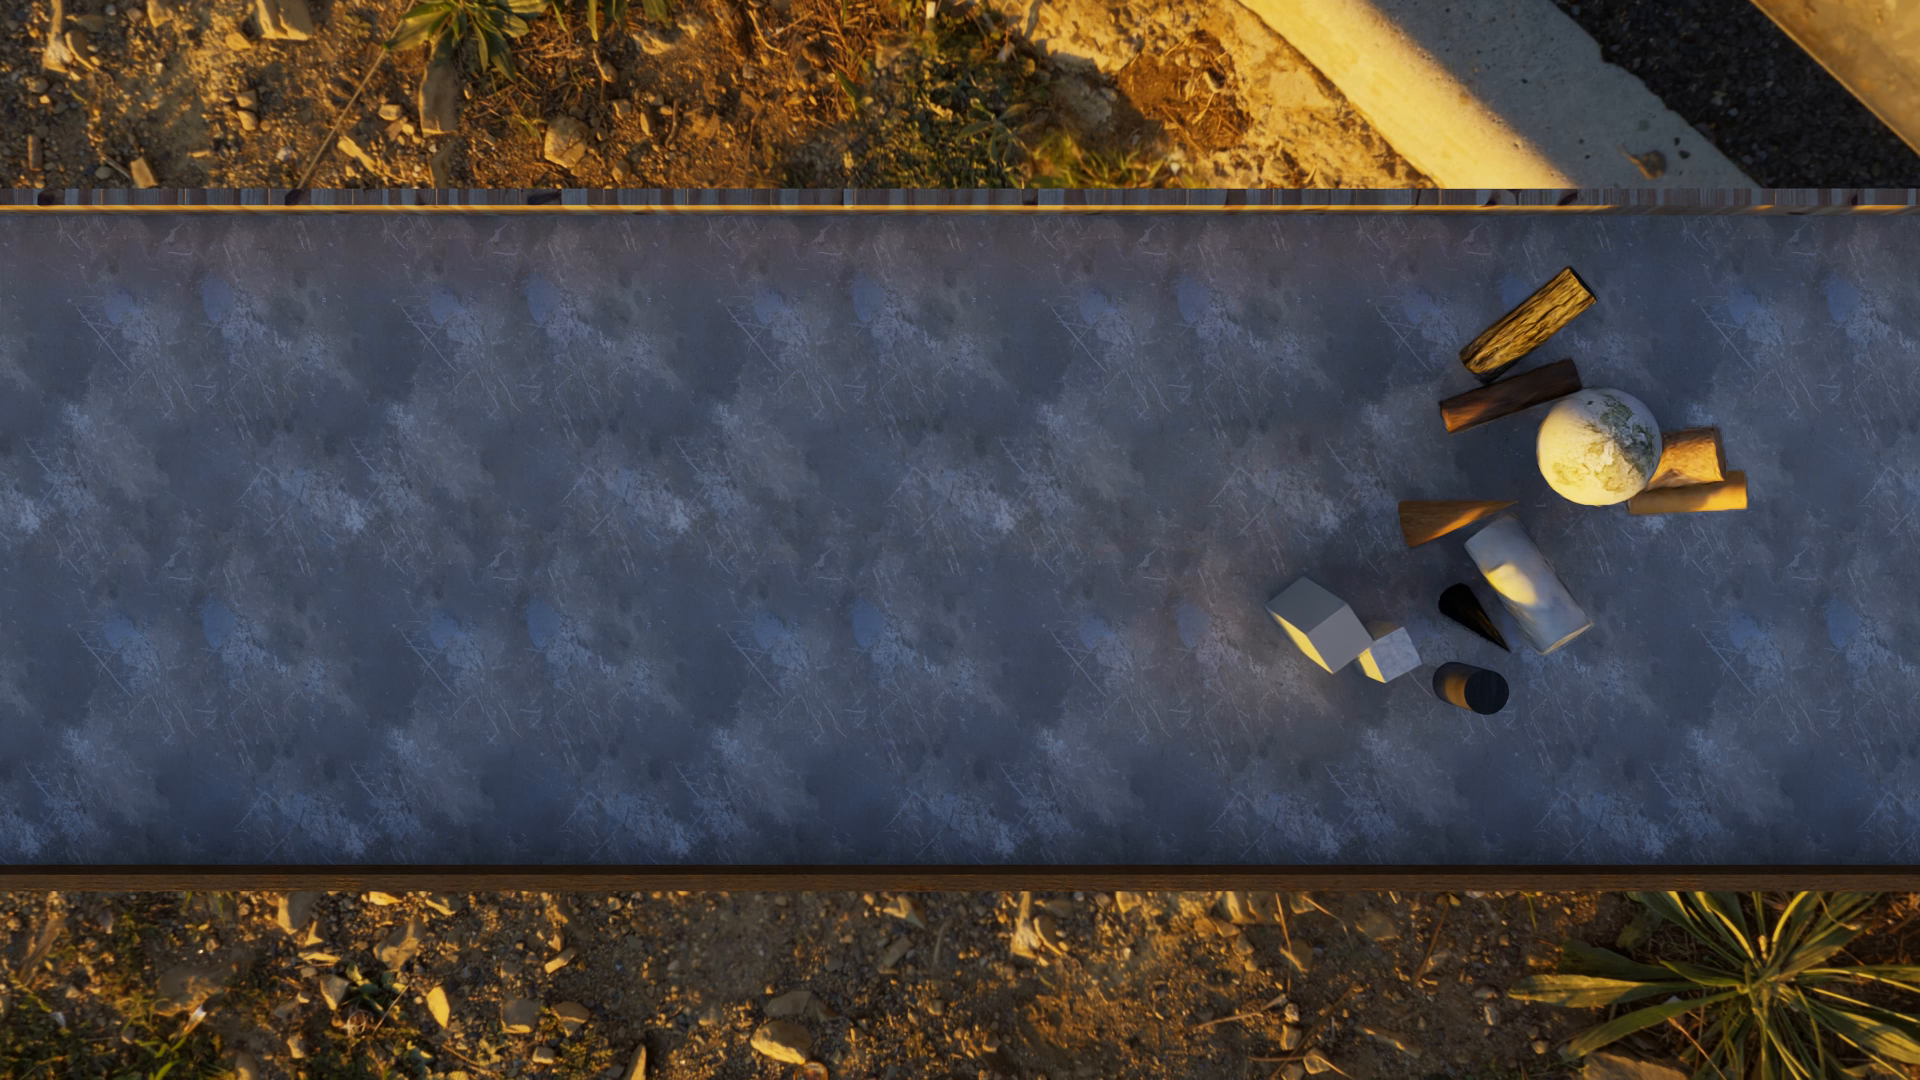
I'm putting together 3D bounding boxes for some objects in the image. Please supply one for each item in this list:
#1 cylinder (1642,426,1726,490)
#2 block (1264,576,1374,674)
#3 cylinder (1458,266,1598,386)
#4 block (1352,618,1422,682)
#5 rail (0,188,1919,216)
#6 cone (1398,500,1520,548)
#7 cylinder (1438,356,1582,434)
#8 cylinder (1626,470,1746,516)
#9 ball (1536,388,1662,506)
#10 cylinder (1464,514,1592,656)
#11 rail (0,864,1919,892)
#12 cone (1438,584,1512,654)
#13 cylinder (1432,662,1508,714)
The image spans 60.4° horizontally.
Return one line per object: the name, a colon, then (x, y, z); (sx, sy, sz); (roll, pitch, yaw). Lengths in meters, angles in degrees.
cylinder: (2.037, -0.229, 4.891); (0.401, 0.161, 0.161); (-8, 90, 32)
block: (1.060, 0.248, 4.885); (0.150, 0.357, 0.150); (-37, 104, 0)
cylinder: (1.694, -0.635, 4.927); (0.398, 0.132, 0.132); (-41, 90, 27)
block: (1.251, 0.327, 4.914); (0.122, 0.322, 0.122); (-27, 91, 0)
rail: (-2.247, -1.025, 5.002); (12.000, 0.150, 0.050); (0, 90, 0)
cone: (1.506, -0.082, 4.934); (0.347, 0.150, 0.150); (-13, 90, 25)
cylinder: (1.643, -0.432, 4.935); (0.397, 0.104, 0.104); (-19, 90, 16)
cylinder: (2.186, -0.142, 4.974); (0.320, 0.117, 0.117); (-4, 90, 17)
ball: (1.830, -0.267, 4.730); (0.340, 0.340, 0.340); (0, 90, 0)
cylinder: (1.695, 0.133, 4.930); (0.177, 0.177, 0.393); (-30, 71, 0)
rail: (-2.247, 1.025, 5.001); (12.000, 0.150, 0.050); (0, 90, 0)
cone: (1.557, 0.257, 4.912); (0.113, 0.317, 0.113); (-8, 120, -14)
cylinder: (1.519, 0.440, 4.917); (0.130, 0.320, 0.130); (0, 90, 0)
